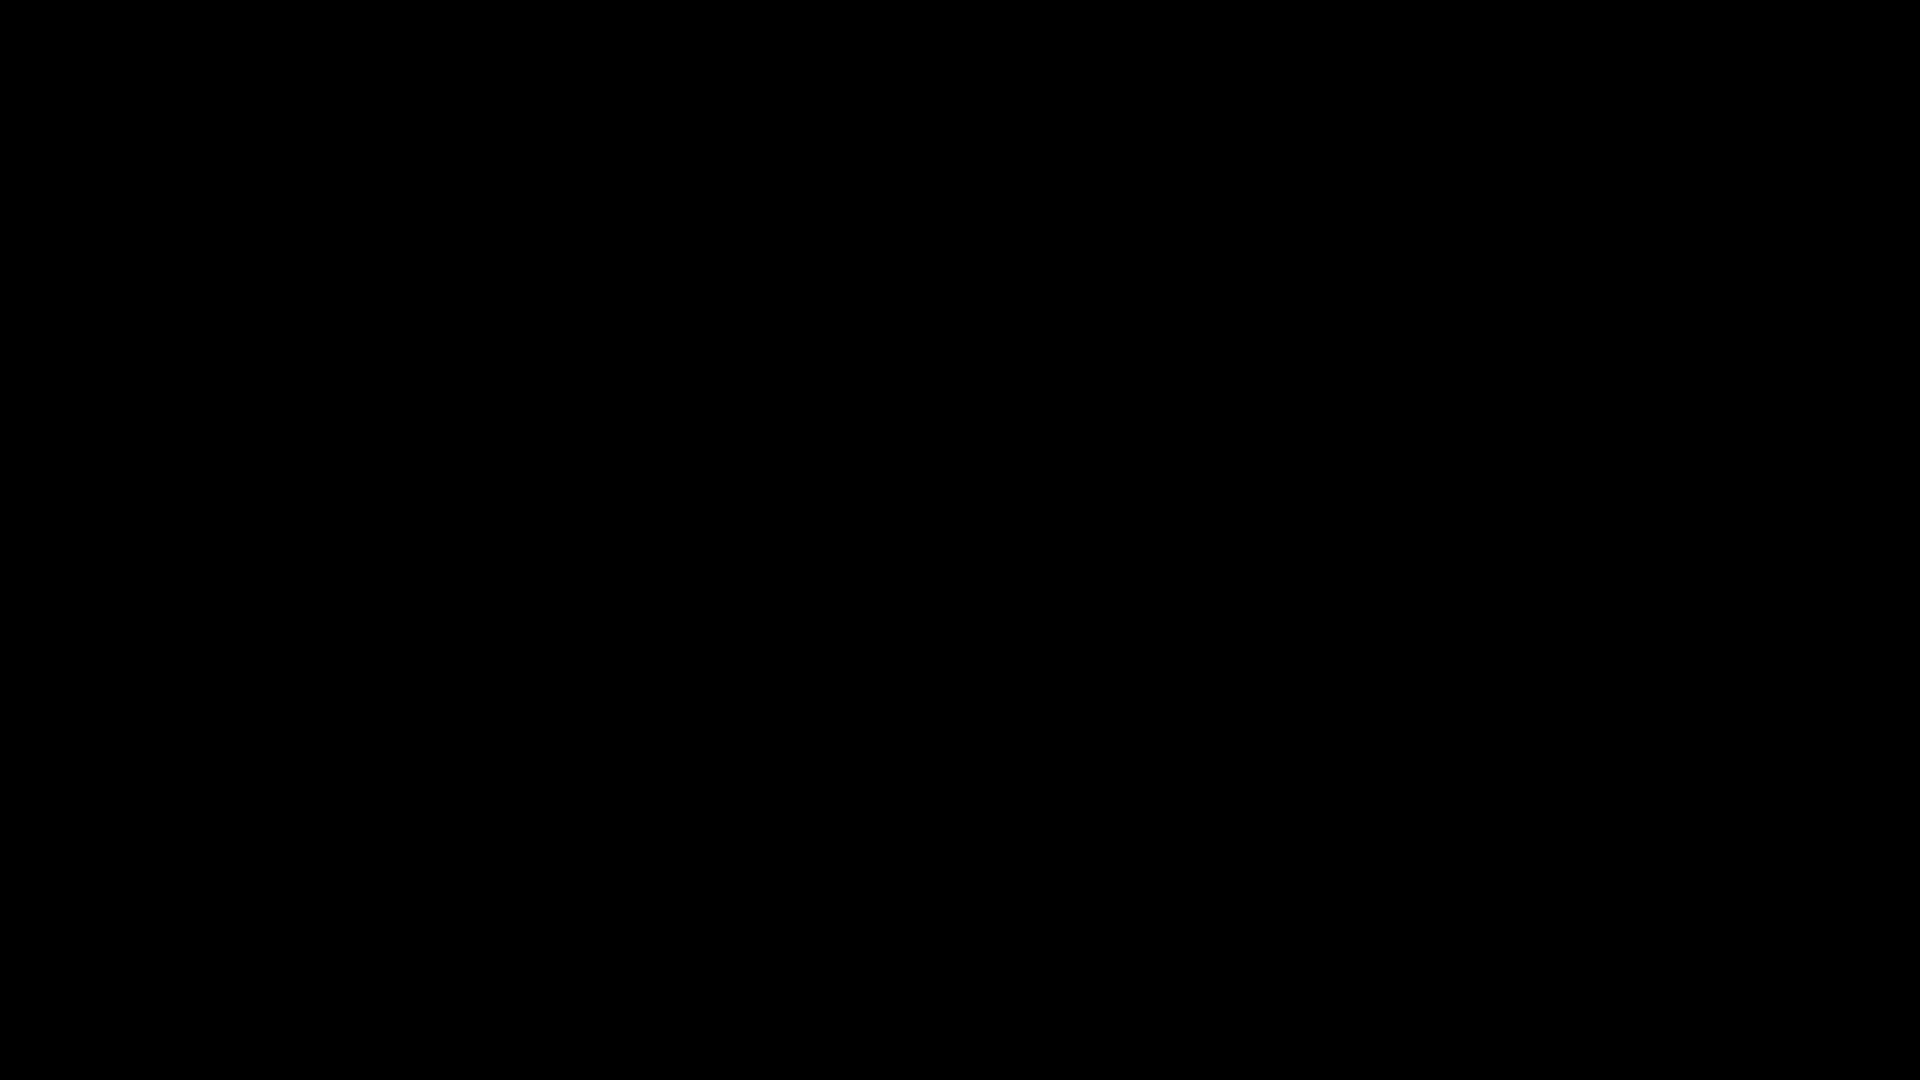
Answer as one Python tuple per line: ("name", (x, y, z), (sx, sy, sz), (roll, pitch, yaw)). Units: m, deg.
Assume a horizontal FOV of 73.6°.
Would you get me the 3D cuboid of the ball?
("ball", (0.005, -0.004, 0.040), (0.080, 0.080, 0.080), (0, 4, 0))
